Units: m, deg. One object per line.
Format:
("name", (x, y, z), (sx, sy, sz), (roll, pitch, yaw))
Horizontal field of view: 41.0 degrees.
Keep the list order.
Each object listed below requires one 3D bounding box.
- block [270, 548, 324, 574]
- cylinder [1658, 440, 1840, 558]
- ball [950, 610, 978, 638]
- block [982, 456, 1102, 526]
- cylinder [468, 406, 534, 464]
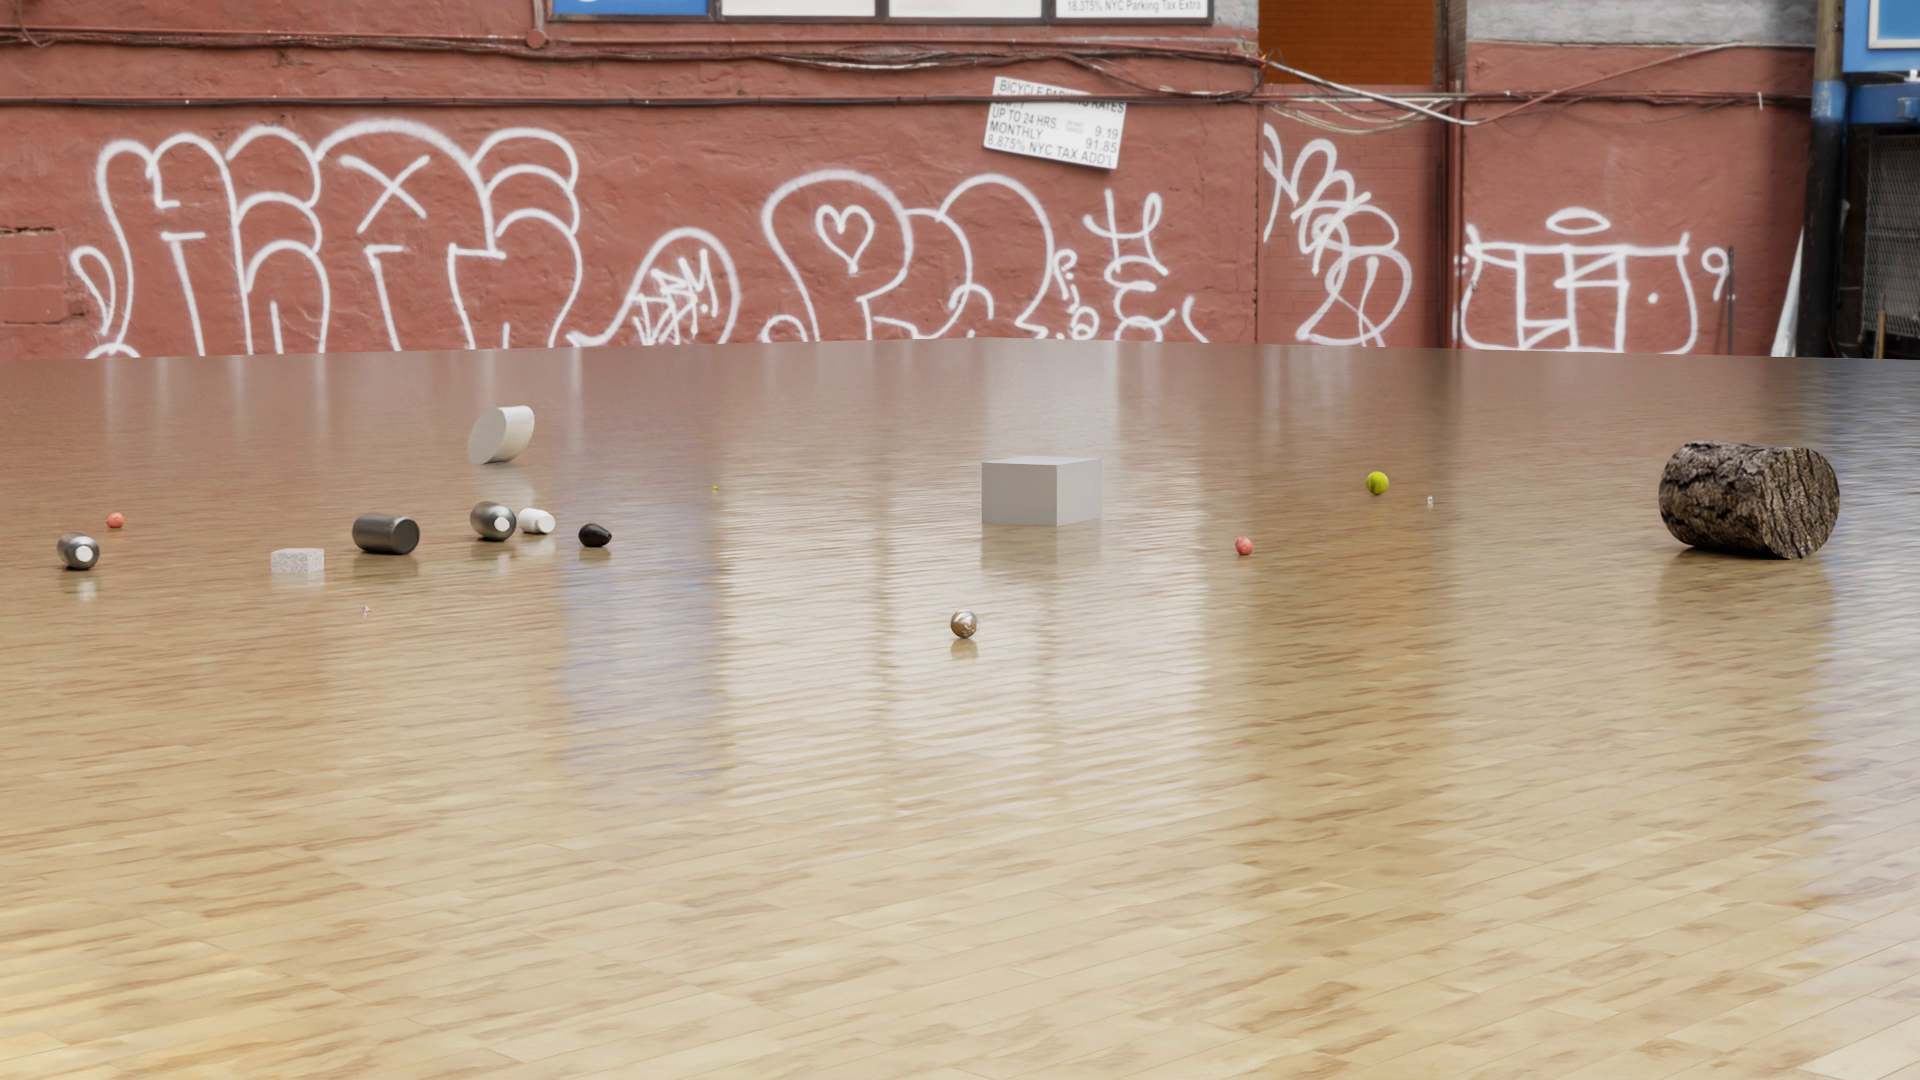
("block", (-1.484, 0.046, 5.747), (0.086, 0.045, 0.093), (1, 6, 8))
("cylinder", (1.878, -0.100, 6.115), (0.259, 0.261, 0.329), (-22, 14, -22))
("ball", (0.008, 0.153, 4.680), (0.052, 0.052, 0.052), (0, 6, 0))
("block", (0.223, -0.134, 6.929), (0.223, 0.162, 0.283), (3, 7, 28))
("cylinder", (-1.613, -0.369, 9.018), (0.127, 0.223, 0.179), (37, 18, 16))
